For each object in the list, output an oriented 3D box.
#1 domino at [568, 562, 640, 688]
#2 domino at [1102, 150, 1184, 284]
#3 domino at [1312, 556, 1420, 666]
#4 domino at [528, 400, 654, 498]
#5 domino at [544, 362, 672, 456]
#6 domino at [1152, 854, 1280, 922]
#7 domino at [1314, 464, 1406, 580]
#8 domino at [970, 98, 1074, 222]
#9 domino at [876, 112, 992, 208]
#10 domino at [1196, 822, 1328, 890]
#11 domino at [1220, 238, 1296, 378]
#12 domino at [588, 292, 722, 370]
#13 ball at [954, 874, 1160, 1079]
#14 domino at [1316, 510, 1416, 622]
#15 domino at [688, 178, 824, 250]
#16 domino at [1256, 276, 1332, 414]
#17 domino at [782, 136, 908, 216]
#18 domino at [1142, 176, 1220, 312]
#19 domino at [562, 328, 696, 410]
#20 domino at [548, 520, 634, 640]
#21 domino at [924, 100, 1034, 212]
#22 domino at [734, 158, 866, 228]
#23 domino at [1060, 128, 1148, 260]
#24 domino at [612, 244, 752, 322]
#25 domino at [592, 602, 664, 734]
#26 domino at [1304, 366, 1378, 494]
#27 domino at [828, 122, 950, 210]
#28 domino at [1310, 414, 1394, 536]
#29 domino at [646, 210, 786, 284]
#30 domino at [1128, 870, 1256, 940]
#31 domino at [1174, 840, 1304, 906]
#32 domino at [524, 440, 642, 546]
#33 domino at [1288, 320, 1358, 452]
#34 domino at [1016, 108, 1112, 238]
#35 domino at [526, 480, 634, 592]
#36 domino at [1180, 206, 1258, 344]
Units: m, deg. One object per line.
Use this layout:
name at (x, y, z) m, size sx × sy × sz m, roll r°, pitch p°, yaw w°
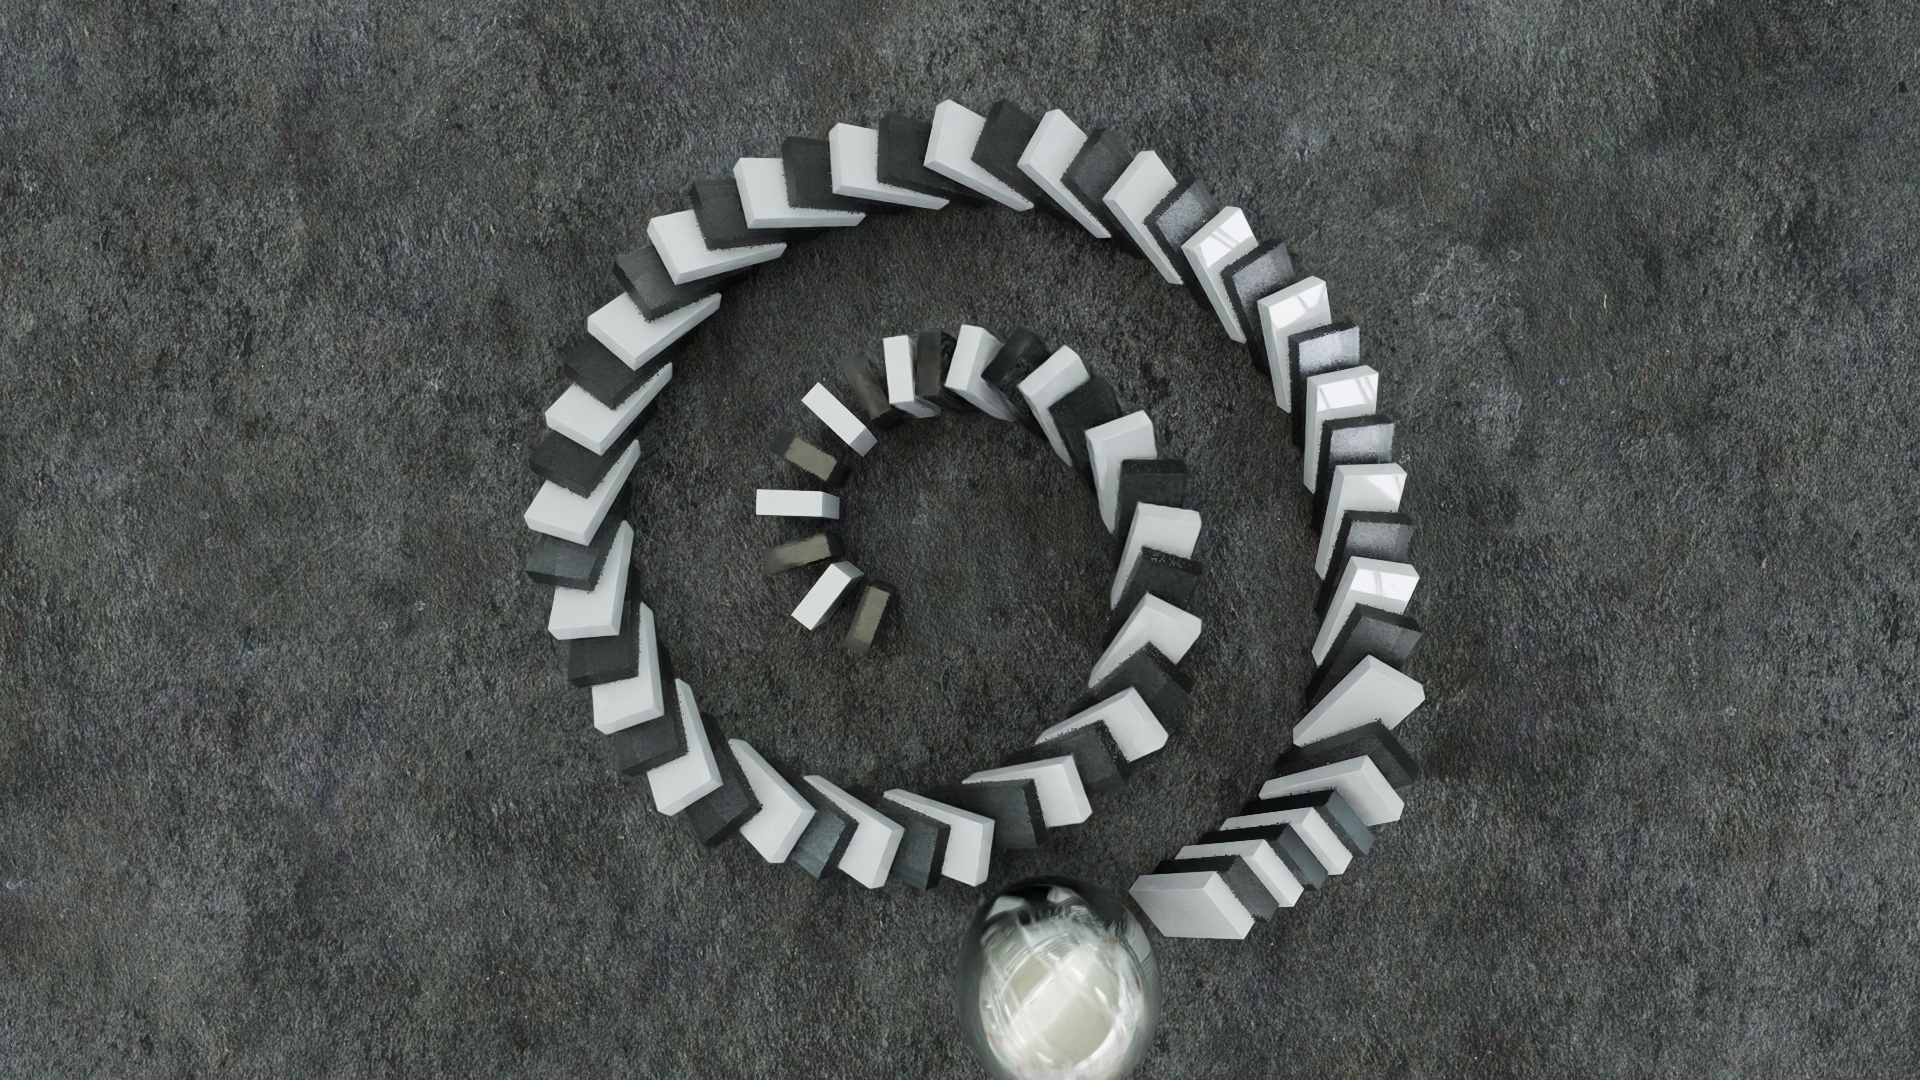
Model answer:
domino at (-0.148, 0.035, 0.383) m, size 0.025 × 0.009 × 0.050 m, roll -11°, pitch 58°, yaw 0°
domino at (0.084, -0.134, 0.383) m, size 0.050 × 0.009 × 0.025 m, roll 39°, pitch 90°, yaw -31°
domino at (0.169, 0.032, 0.383) m, size 0.025 × 0.010 × 0.050 m, roll 8°, pitch 121°, yaw 0°
domino at (-0.153, -0.044, 0.383) m, size 0.025 × 0.009 × 0.050 m, roll 26°, pitch 58°, yaw 0°
domino at (-0.146, -0.061, 0.383) m, size 0.025 × 0.009 × 0.050 m, roll 29°, pitch 58°, yaw 0°
domino at (0.103, 0.144, 0.376) m, size 0.009 × 0.050 × 0.025 m, roll -39°, pitch 90°, yaw -33°
domino at (0.167, -0.007, 0.383) m, size 0.025 × 0.009 × 0.050 m, roll -2°, pitch 121°, yaw 0°
domino at (0.031, -0.158, 0.383) m, size 0.050 × 0.010 × 0.025 m, roll 23°, pitch 90°, yaw -32°
domino at (-0.010, -0.158, 0.383) m, size 0.050 × 0.010 × 0.025 m, roll 2°, pitch 90°, yaw -31°
domino at (0.122, 0.131, 0.376) m, size 0.009 × 0.050 × 0.025 m, roll -39°, pitch 90°, yaw -33°
domino at (0.129, -0.096, 0.383) m, size 0.025 × 0.010 × 0.050 m, roll -34°, pitch 121°, yaw 0°
domino at (-0.127, -0.095, 0.383) m, size 0.025 × 0.010 × 0.050 m, roll 41°, pitch 58°, yaw 0°
ball at (0.038, 0.174, 0.360) m, size 0.080 × 0.080 × 0.080 m, roll 0°, pitch 90°, yaw 0°
domino at (0.168, 0.012, 0.383) m, size 0.025 × 0.009 × 0.050 m, roll 3°, pitch 121°, yaw 0°
domino at (-0.084, -0.137, 0.383) m, size 0.050 × 0.009 × 0.025 m, roll -18°, pitch 89°, yaw -32°
domino at (0.142, -0.081, 0.383) m, size 0.025 × 0.010 × 0.050 m, roll -25°, pitch 122°, yaw 0°
domino at (-0.048, -0.151, 0.383) m, size 0.050 × 0.010 × 0.025 m, roll -7°, pitch 90°, yaw -31°
domino at (0.100, -0.123, 0.383) m, size 0.025 × 0.010 × 0.050 m, roll -46°, pitch 121°, yaw 0°
domino at (-0.137, -0.079, 0.383) m, size 0.025 × 0.010 × 0.050 m, roll 37°, pitch 59°, yaw 0°
domino at (-0.153, 0.016, 0.383) m, size 0.025 × 0.010 × 0.050 m, roll -5°, pitch 58°, yaw 0°
domino at (0.011, -0.160, 0.383) m, size 0.050 × 0.010 × 0.025 m, roll 13°, pitch 90°, yaw -32°
domino at (-0.066, -0.145, 0.383) m, size 0.050 × 0.010 × 0.025 m, roll -14°, pitch 89°, yaw -31°
domino at (0.067, -0.144, 0.383) m, size 0.050 × 0.009 × 0.025 m, roll 34°, pitch 90°, yaw -31°
domino at (-0.115, -0.113, 0.383) m, size 0.050 × 0.009 × 0.025 m, roll -36°, pitch 90°, yaw -32°
domino at (-0.140, 0.053, 0.383) m, size 0.025 × 0.009 × 0.050 m, roll -19°, pitch 58°, yaw 0°
domino at (0.158, -0.046, 0.383) m, size 0.025 × 0.010 × 0.050 m, roll -12°, pitch 121°, yaw -1°
domino at (-0.029, -0.155, 0.383) m, size 0.050 × 0.009 × 0.025 m, roll -4°, pitch 90°, yaw -31°
domino at (0.163, -0.026, 0.383) m, size 0.025 × 0.009 × 0.050 m, roll -7°, pitch 121°, yaw 0°
domino at (-0.101, -0.126, 0.383) m, size 0.050 × 0.009 × 0.025 m, roll -28°, pitch 89°, yaw -32°
domino at (0.094, 0.150, 0.376) m, size 0.010 × 0.050 × 0.025 m, roll -39°, pitch 90°, yaw -33°
domino at (0.113, 0.137, 0.376) m, size 0.009 × 0.050 × 0.025 m, roll -39°, pitch 90°, yaw -33°
domino at (-0.157, -0.024, 0.383) m, size 0.025 × 0.010 × 0.050 m, roll 17°, pitch 58°, yaw 0°
domino at (0.152, -0.064, 0.383) m, size 0.025 × 0.010 × 0.050 m, roll -16°, pitch 121°, yaw -1°
domino at (0.050, -0.152, 0.383) m, size 0.050 × 0.009 × 0.025 m, roll 30°, pitch 89°, yaw -32°
domino at (-0.158, -0.004, 0.383) m, size 0.025 × 0.009 × 0.050 m, roll 9°, pitch 58°, yaw 0°
domino at (0.115, -0.110, 0.383) m, size 0.025 × 0.009 × 0.050 m, roll -41°, pitch 121°, yaw 0°
